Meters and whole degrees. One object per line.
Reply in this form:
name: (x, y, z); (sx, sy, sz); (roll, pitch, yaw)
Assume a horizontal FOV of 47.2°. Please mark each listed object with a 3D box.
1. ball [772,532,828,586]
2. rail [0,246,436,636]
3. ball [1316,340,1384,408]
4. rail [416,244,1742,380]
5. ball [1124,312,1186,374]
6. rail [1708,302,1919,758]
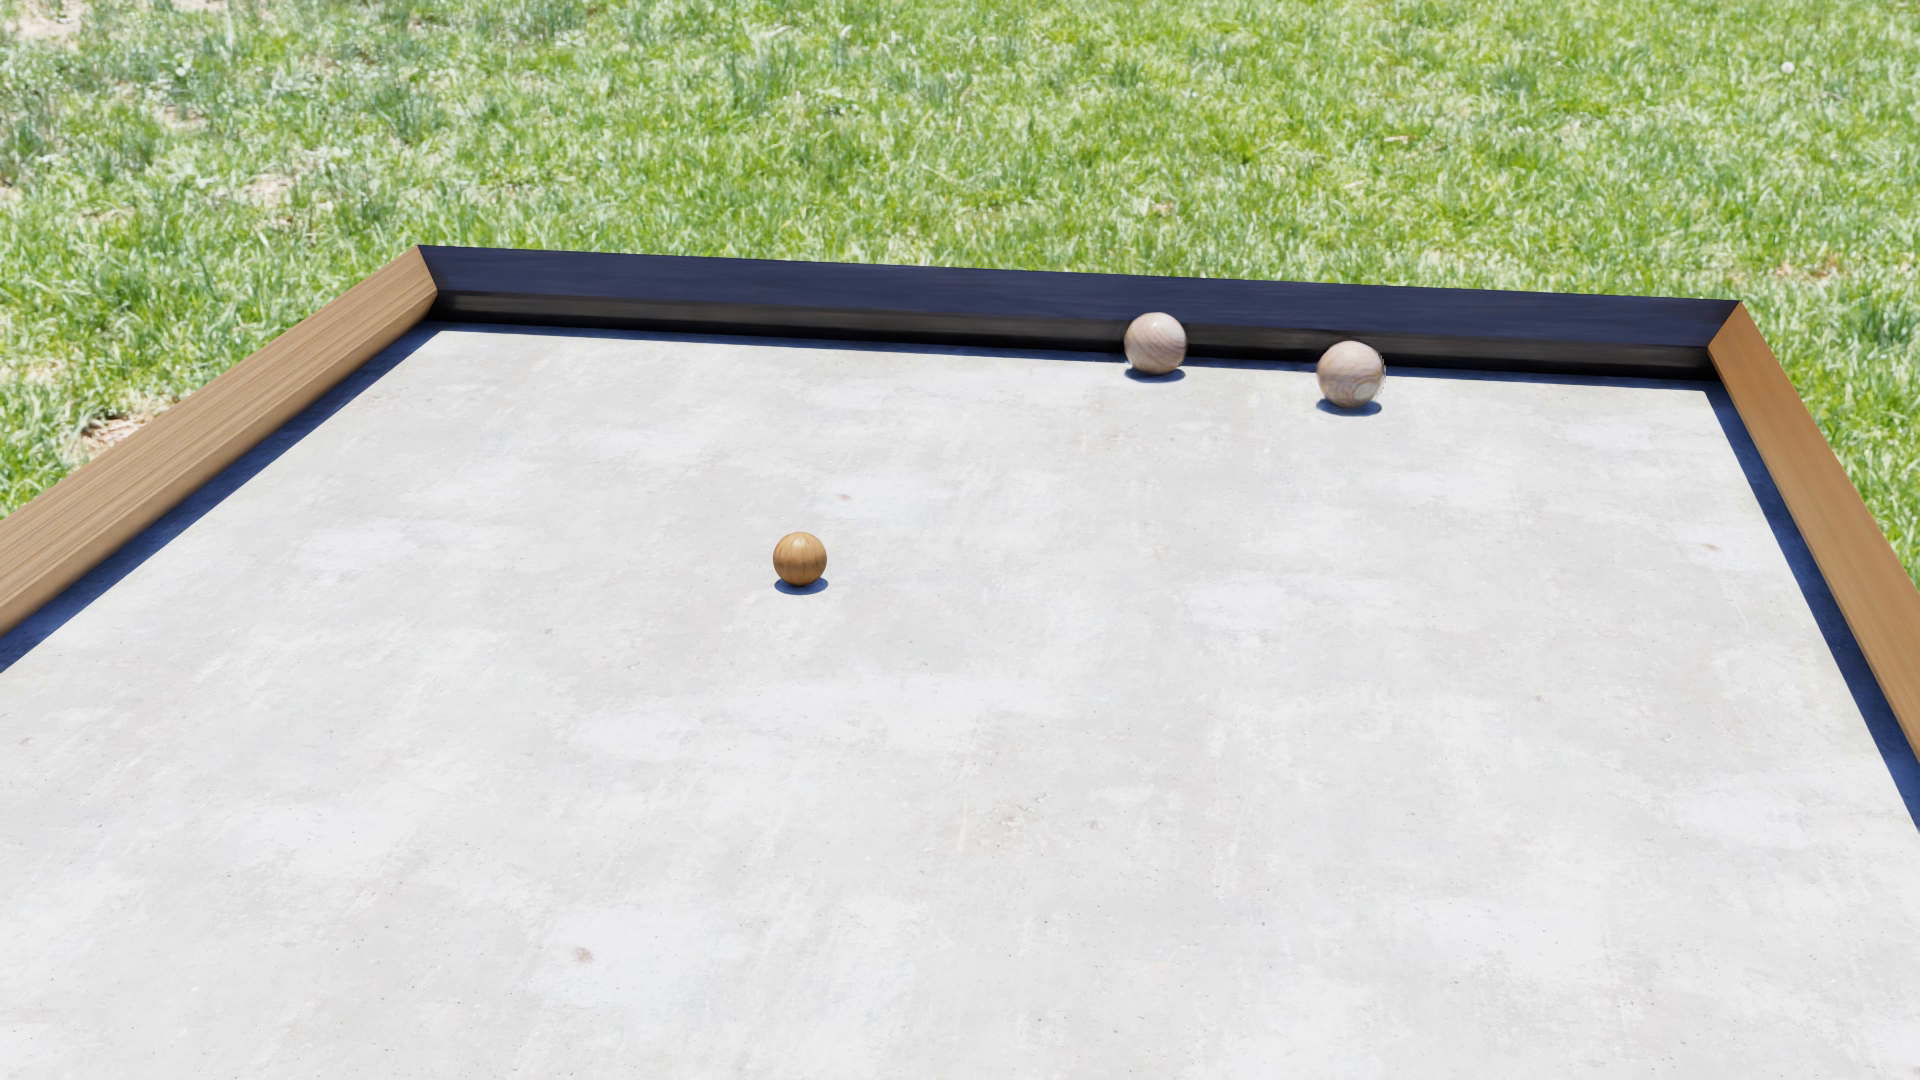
ball: (-0.173, 0.020, 2.380); (0.059, 0.059, 0.059); (0, 22, 0)
rail: (-1.042, 0.234, 1.785); (0.045, 0.115, 3.288); (3, 23, 8)
ball: (0.519, -0.221, 2.927); (0.089, 0.089, 0.089); (0, 22, 0)
rail: (0.125, -0.320, 3.132); (1.897, 0.115, 0.045); (3, 23, 8)
ball: (0.271, -0.273, 3.056); (0.087, 0.087, 0.087); (0, 22, 0)
rail: (0.785, 0.344, 1.518); (0.045, 0.115, 3.288); (3, 23, 8)
